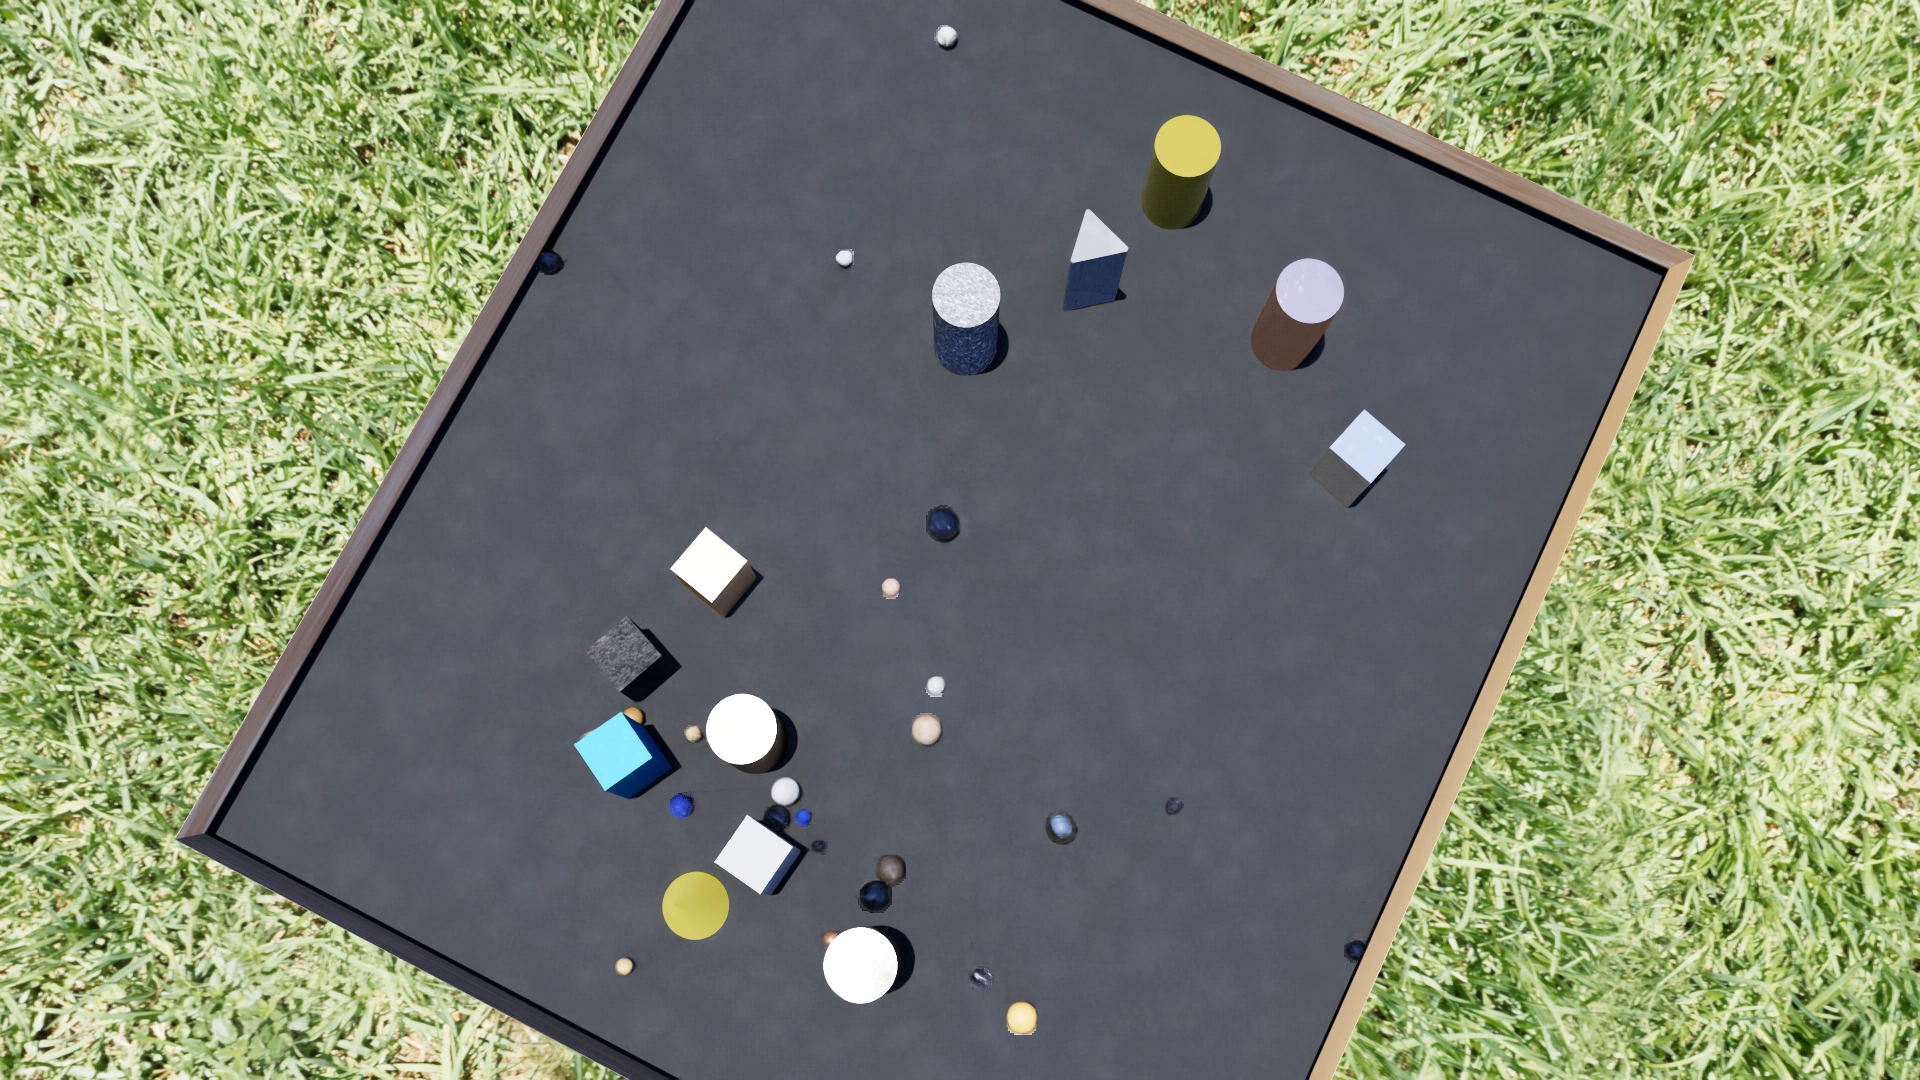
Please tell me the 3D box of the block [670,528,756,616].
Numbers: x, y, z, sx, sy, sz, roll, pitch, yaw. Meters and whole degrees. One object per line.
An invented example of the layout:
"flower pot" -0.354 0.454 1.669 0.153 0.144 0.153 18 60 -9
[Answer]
"block" -0.729 0.100 5.453 0.157 0.279 0.157 38 81 7

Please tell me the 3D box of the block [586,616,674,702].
"block" -0.971 0.354 5.411 0.157 0.260 0.157 -41 81 -8

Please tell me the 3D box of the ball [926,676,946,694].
"ball" -0.072 0.436 5.498 0.055 0.055 0.055 0 78 0

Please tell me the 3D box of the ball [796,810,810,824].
"ball" -0.463 0.819 5.425 0.043 0.043 0.043 0 78 0

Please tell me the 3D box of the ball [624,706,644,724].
"ball" -0.977 0.530 5.475 0.063 0.063 0.063 0 78 0

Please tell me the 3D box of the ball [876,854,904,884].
"ball" -0.205 0.964 5.373 0.087 0.087 0.087 0 78 0

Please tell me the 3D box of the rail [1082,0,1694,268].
"rail" 0.801 -1.563 5.874 3.273 0.127 0.045 26 80 5

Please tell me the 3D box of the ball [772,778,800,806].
"ball" -0.515 0.744 5.420 0.083 0.083 0.083 0 78 0

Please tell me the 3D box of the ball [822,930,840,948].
"ball" -0.374 1.166 5.346 0.054 0.054 0.054 0 78 0

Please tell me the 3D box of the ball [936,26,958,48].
"ball" -0.042 -1.626 5.920 0.066 0.066 0.066 0 78 0

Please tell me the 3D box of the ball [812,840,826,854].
"ball" -0.417 0.905 5.408 0.042 0.042 0.042 0 78 0

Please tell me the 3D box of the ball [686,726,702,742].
"ball" -0.795 0.580 5.472 0.048 0.048 0.048 0 78 0

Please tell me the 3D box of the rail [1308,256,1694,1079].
"rail" 1.443 0.713 5.403 0.045 0.127 3.631 26 80 5

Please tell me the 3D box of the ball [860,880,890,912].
"ball" -0.249 1.039 5.355 0.091 0.091 0.091 0 78 0

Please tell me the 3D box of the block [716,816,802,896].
"block" -0.578 0.911 5.278 0.157 0.295 0.157 34 80 7

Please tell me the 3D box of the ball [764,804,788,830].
"ball" -0.543 0.819 5.409 0.074 0.074 0.074 0 78 0

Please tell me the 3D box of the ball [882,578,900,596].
"ball" -0.210 0.142 5.559 0.055 0.055 0.055 0 78 0

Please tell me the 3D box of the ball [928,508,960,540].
"ball" -0.050 -0.050 5.577 0.098 0.098 0.098 0 78 0

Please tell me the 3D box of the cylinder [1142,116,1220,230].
"cylinder" 0.675 -1.124 5.634 0.196 0.421 0.196 0 78 0

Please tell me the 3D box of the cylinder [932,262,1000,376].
"cylinder" 0.018 -0.657 5.509 0.196 0.476 0.196 0 78 0

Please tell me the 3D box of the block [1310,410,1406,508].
"block" 1.187 -0.240 5.498 0.157 0.330 0.157 42 81 8

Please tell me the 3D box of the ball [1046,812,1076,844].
"ball" 0.298 0.850 5.394 0.092 0.092 0.092 0 78 0

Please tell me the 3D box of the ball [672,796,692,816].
"ball" -0.822 0.786 5.422 0.062 0.062 0.062 0 78 0

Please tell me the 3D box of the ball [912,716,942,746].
"ball" -0.100 0.566 5.454 0.089 0.089 0.089 0 78 0

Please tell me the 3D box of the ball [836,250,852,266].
"ball" -0.364 -0.888 5.774 0.051 0.051 0.051 0 78 0

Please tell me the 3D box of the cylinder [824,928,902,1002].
"cylinder" -0.266 1.186 5.133 0.196 0.467 0.196 0 78 0

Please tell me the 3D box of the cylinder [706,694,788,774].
"cylinder" -0.612 0.566 5.314 0.196 0.363 0.196 0 78 0

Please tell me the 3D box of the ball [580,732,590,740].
"ball" -1.095 0.606 5.453 0.075 0.075 0.075 0 78 0

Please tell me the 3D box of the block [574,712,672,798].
"block" -0.969 0.627 5.298 0.157 0.369 0.157 -35 80 -7

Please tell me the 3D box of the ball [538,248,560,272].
"ball" -1.293 -0.879 5.761 0.073 0.073 0.073 0 78 0

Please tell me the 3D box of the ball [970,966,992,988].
"ball" 0.060 1.269 5.322 0.062 0.062 0.062 0 78 0

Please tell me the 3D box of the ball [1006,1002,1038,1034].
"ball" 0.179 1.377 5.286 0.089 0.089 0.089 0 78 0

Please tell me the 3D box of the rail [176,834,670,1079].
"rail" -0.801 1.576 5.224 3.273 0.127 0.045 26 80 5

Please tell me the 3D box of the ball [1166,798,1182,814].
"ball" 0.632 0.790 5.429 0.048 0.048 0.048 0 78 0

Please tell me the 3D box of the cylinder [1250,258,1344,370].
"cylinder" 1.010 -0.671 5.516 0.196 0.469 0.196 0 78 0

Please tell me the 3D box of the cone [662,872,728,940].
"cone" -0.778 1.033 5.186 0.196 0.424 0.196 0 78 0

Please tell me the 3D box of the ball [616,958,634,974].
"ball" -0.976 1.240 5.335 0.048 0.048 0.048 0 78 0

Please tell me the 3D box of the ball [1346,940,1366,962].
"ball" 1.156 1.196 5.338 0.062 0.062 0.062 0 78 0

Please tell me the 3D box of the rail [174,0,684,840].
"rail" -1.443 -0.700 5.695 0.045 0.127 3.631 26 80 5

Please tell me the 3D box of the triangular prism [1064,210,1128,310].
"triangular prism" 0.391 -0.855 5.572 0.170 0.434 0.147 -13 79 -3
